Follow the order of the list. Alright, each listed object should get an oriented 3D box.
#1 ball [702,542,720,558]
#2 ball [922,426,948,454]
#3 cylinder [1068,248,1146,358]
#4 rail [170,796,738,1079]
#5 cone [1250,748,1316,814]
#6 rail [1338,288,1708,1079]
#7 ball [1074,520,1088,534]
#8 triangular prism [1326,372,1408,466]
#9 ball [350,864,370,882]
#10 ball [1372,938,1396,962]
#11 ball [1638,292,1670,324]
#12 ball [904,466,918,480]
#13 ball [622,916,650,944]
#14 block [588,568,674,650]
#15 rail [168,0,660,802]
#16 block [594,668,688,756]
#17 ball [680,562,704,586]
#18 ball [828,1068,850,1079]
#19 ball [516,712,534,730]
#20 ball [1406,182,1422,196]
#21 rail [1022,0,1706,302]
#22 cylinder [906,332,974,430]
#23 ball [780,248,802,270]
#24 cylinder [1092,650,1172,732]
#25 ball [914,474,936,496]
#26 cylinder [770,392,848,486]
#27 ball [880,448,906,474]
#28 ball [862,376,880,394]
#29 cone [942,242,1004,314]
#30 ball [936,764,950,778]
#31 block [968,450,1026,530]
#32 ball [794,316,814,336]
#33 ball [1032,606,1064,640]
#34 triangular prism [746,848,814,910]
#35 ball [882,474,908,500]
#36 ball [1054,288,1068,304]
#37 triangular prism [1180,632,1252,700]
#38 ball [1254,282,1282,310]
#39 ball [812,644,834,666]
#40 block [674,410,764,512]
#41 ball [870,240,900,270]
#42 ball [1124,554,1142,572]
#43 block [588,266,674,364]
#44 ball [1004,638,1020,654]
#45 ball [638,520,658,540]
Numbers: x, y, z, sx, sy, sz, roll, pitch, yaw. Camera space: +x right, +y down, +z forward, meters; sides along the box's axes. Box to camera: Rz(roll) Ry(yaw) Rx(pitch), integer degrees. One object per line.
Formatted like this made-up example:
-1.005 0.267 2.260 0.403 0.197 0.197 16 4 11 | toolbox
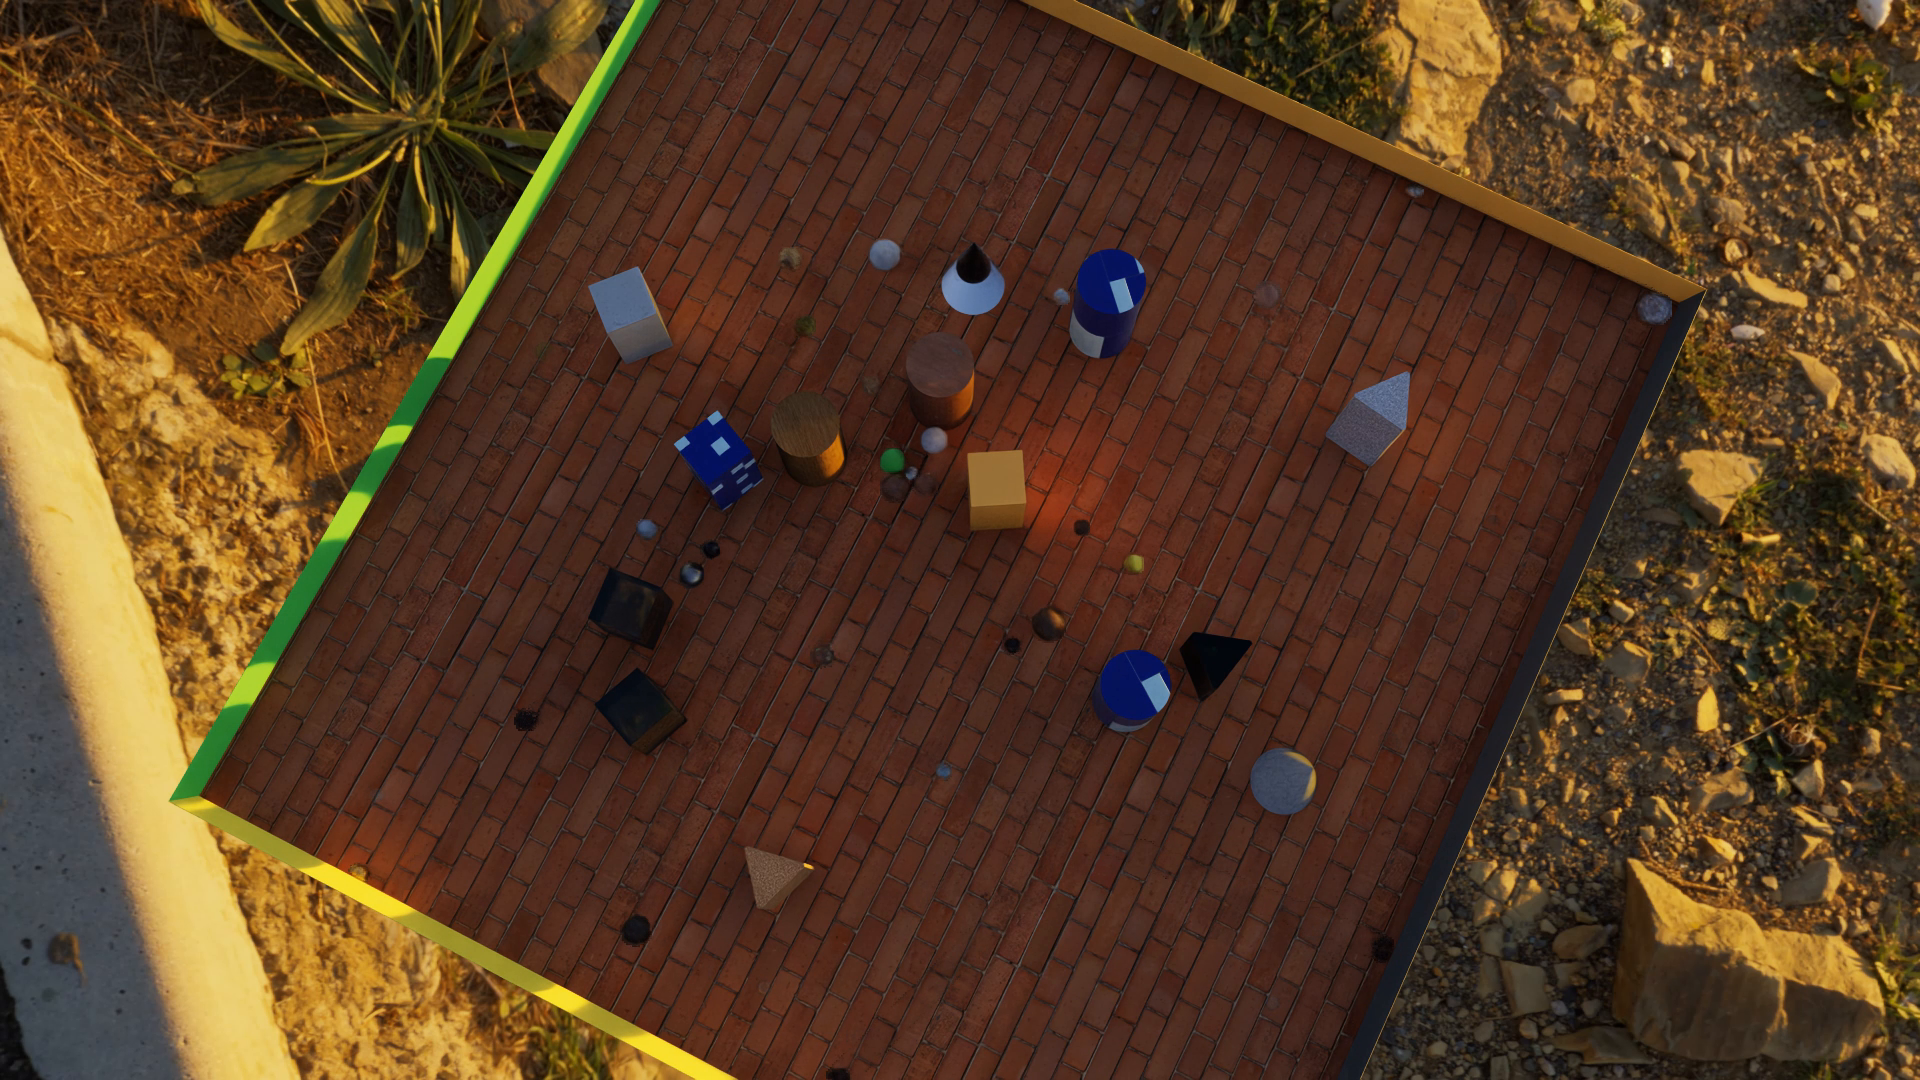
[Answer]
-0.758 0.030 5.584 0.052 0.052 0.052 0 78 0 | ball
-0.078 -0.306 5.638 0.083 0.083 0.083 0 78 0 | ball
0.442 -0.709 5.544 0.200 0.430 0.200 0 78 0 | cylinder
-0.763 1.501 5.239 3.418 0.130 0.045 26 80 5 | rail
0.966 0.671 5.236 0.200 0.474 0.200 0 78 0 | cone
1.507 0.745 5.395 0.045 0.130 3.459 26 80 5 | rail
0.370 -0.040 5.600 0.048 0.048 0.048 0 78 0 | ball
1.246 -0.380 5.473 0.173 0.435 0.150 36 81 7 | triangular prism
-1.765 0.982 5.385 0.056 0.056 0.056 0 78 0 | ball
1.233 1.191 5.335 0.068 0.068 0.068 0 78 0 | ball
2.164 -0.722 5.717 0.097 0.097 0.097 0 78 0 | ball
-0.150 -0.206 5.636 0.045 0.045 0.045 0 78 0 | ball
-0.942 1.135 5.340 0.082 0.082 0.082 0 78 0 | ball
-0.974 0.208 5.441 0.160 0.259 0.160 21 79 4 | block
-1.507 -0.731 5.701 0.045 0.130 3.459 26 80 5 | rail
-0.929 0.505 5.361 0.160 0.295 0.160 -41 81 -8 | block
-0.813 0.104 5.556 0.076 0.076 0.076 0 78 0 | ball
-0.349 1.550 5.262 0.066 0.066 0.066 0 78 0 | ball
-1.298 0.540 5.478 0.053 0.053 0.053 0 78 0 | ball
1.443 -1.114 5.823 0.047 0.047 0.047 0 78 0 | ball
0.763 -1.487 5.857 3.418 0.130 0.045 26 80 5 | rail
-0.058 -0.473 5.525 0.200 0.371 0.200 0 78 0 | cylinder
-0.533 -0.885 5.765 0.068 0.068 0.068 0 78 0 | ball
0.497 0.444 5.350 0.200 0.342 0.200 0 78 0 | cylinder
-0.106 -0.171 5.617 0.069 0.069 0.069 0 78 0 | ball
-0.448 -0.298 5.490 0.200 0.370 0.200 0 78 0 | cylinder
-0.206 -0.245 5.627 0.078 0.078 0.078 0 78 0 | ball
-0.274 -0.479 5.687 0.057 0.057 0.057 0 78 0 | ball
0.042 -0.844 5.601 0.200 0.373 0.200 0 78 0 | cone
-0.049 0.687 5.452 0.043 0.043 0.043 0 78 0 | ball
0.107 -0.145 5.475 0.160 0.336 0.160 -4 78 -1 | block
-0.486 -0.667 5.723 0.062 0.062 0.062 0 78 0 | ball
0.266 0.251 5.514 0.100 0.100 0.100 0 78 0 | ball
-0.545 0.941 5.249 0.173 0.338 0.150 -43 81 -8 | triangular prism
-0.199 -0.161 5.607 0.084 0.084 0.084 0 78 0 | ball
0.317 -0.766 5.752 0.046 0.046 0.046 0 78 0 | ball
0.724 0.343 5.393 0.150 0.300 0.173 38 81 7 | triangular prism
0.963 -0.764 5.733 0.082 0.082 0.082 0 78 0 | ball
-0.412 0.345 5.512 0.065 0.065 0.065 0 78 0 | ball
-0.718 -0.232 5.488 0.160 0.347 0.160 -39 81 -7 | block
-0.234 -0.896 5.754 0.095 0.095 0.095 0 78 0 | ball
0.528 0.071 5.573 0.056 0.056 0.056 0 78 0 | ball
-1.002 -0.682 5.596 0.160 0.317 0.160 -23 79 -5 | block
0.158 0.317 5.527 0.047 0.047 0.047 0 78 0 | ball
-0.954 -0.030 5.592 0.060 0.060 0.060 0 78 0 | ball
